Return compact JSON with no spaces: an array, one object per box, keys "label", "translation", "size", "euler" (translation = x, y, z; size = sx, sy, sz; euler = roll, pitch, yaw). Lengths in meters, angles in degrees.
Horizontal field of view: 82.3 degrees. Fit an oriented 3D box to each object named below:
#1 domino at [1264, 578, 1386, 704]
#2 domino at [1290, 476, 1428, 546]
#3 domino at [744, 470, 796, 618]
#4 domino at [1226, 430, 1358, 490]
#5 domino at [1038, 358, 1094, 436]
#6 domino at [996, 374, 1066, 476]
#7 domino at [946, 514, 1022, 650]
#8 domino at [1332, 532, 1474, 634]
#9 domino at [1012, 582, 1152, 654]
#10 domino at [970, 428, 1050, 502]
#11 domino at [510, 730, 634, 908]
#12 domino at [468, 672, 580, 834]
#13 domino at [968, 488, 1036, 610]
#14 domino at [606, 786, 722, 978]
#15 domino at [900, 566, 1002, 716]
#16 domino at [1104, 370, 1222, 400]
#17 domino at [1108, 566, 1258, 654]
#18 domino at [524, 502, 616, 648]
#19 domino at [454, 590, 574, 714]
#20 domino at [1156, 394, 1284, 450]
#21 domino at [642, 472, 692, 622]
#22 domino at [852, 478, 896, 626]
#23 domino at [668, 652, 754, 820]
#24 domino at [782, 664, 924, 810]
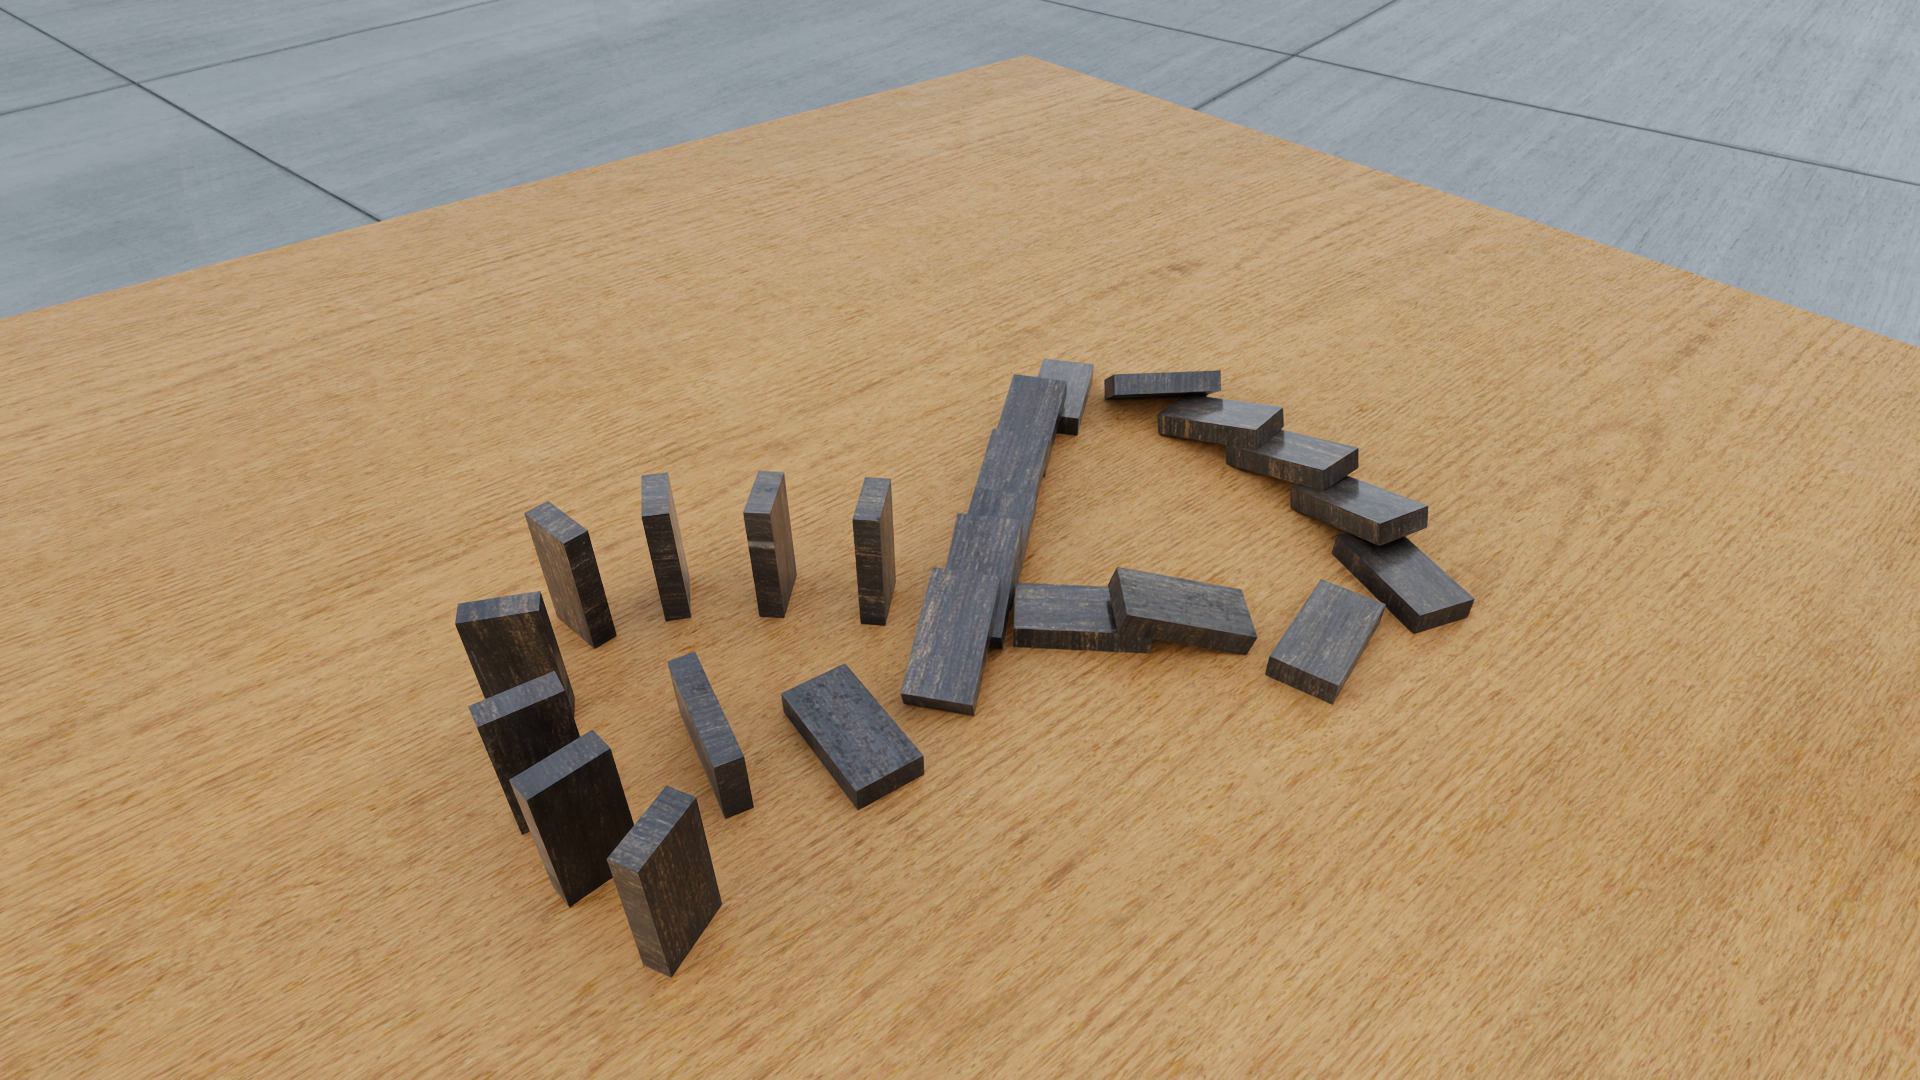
[{"label":"domino","translation":[0.133,0.036,0.400],"size":[0.025,0.010,0.050],"euler":[24,45,26]},{"label":"domino","translation":[0.162,-0.014,0.449],"size":[0.025,0.009,0.050],"euler":[-18,26,-21]},{"label":"domino","translation":[-0.070,0.002,0.409],"size":[0.010,0.050,0.025],"euler":[3,39,3]},{"label":"domino","translation":[0.144,-0.036,0.478],"size":[0.025,0.010,0.050],"euler":[-29,33,-30]},{"label":"domino","translation":[0.048,-0.069,0.528],"size":[0.025,0.010,0.050],"euler":[9,40,10]},{"label":"domino","translation":[0.031,-0.052,0.497],"size":[0.025,0.009,0.050],"euler":[10,55,11]},{"label":"domino","translation":[0.007,0.015,0.410],"size":[0.025,0.009,0.050],"euler":[6,60,9]},{"label":"domino","translation":[0.171,0.014,0.427],"size":[0.025,0.009,0.050],"euler":[-14,41,-16]},{"label":"domino","translation":[0.045,0.029,0.408],"size":[0.050,0.010,0.025],"euler":[2,39,3]},{"label":"domino","translation":[0.021,-0.024,0.465],"size":[0.025,0.010,0.050],"euler":[9,53,11]},{"label":"domino","translation":[-0.108,0.080,0.314],"size":[0.025,0.050,0.009],"euler":[-32,49,-33]},{"label":"domino","translation":[-0.128,0.065,0.332],"size":[0.025,0.050,0.009],"euler":[-23,45,-26]},{"label":"domino","translation":[0.013,0.003,0.432],"size":[0.025,0.010,0.050],"euler":[9,53,11]},{"label":"domino","translation":[-0.079,0.093,0.298],"size":[0.010,0.050,0.025],"euler":[16,42,18]},{"label":"domino","translation":[-0.003,0.035,0.387],"size":[0.025,0.009,0.050],"euler":[8,60,10]},{"label":"domino","translation":[0.096,-0.074,0.523],"size":[0.050,0.009,0.025],"euler":[-3,3,-3]},{"label":"domino","translation":[0.081,0.026,0.401],"size":[0.050,0.010,0.025],"euler":[10,40,-12]},{"label":"domino","translation":[-0.140,0.013,0.396],"size":[0.025,0.050,0.009],"euler":[30,48,31]},{"label":"domino","translation":[-0.145,0.040,0.362],"size":[0.025,0.050,0.010],"euler":[-9,40,-11]},{"label":"domino","translation":[0.118,-0.054,0.500],"size":[0.050,0.010,0.025],"euler":[15,38,40]},{"label":"domino","translation":[-0.109,0.003,0.408],"size":[0.010,0.050,0.025],"euler":[-8,40,-10]},{"label":"domino","translation":[-0.031,0.005,0.406],"size":[0.010,0.050,0.025],"euler":[4,39,5]},{"label":"domino","translation":[-0.081,0.062,0.355],"size":[0.009,0.025,0.050],"euler":[-18,43,-21]},{"label":"domino","translation":[-0.036,0.064,0.365],"size":[0.025,0.009,0.050],"euler":[-24,45,-26]}]
